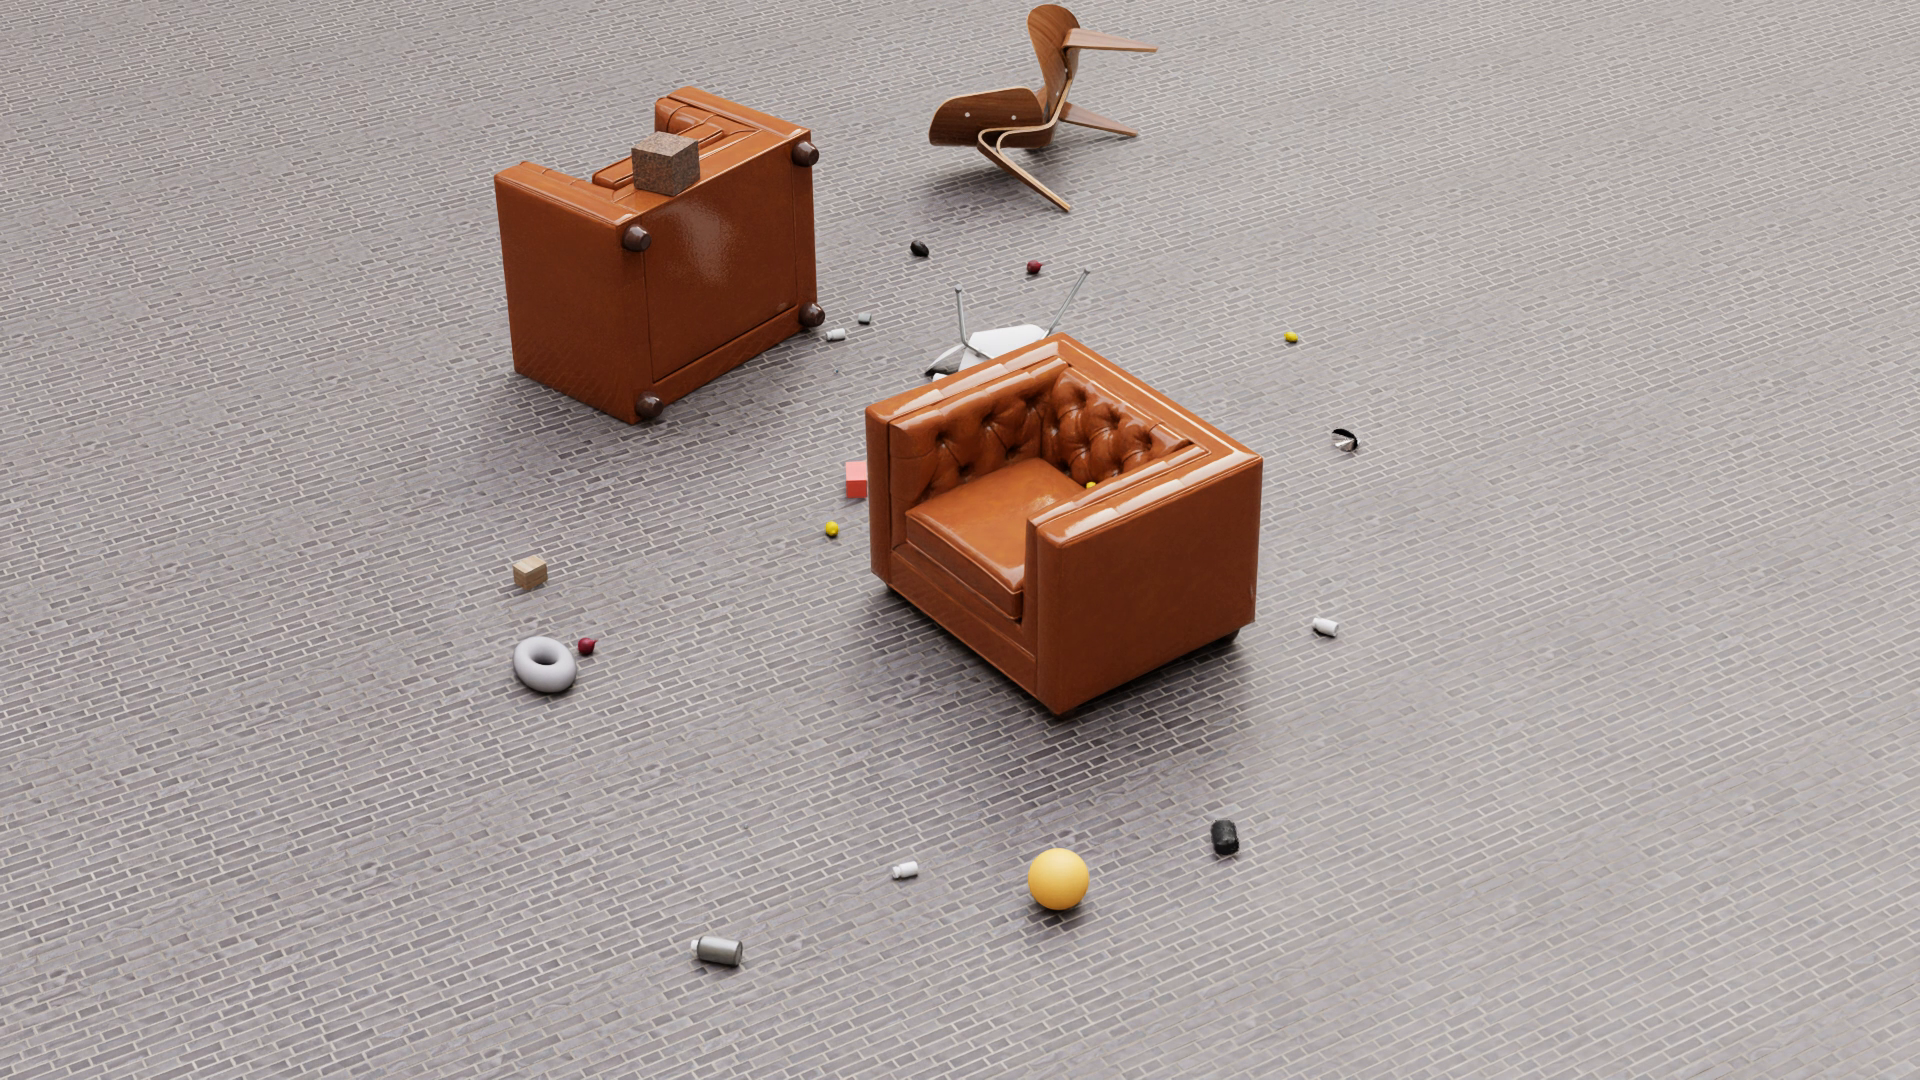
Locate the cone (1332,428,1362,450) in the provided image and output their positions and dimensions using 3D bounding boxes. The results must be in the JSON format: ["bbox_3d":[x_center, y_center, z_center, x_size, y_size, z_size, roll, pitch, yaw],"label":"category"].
[{"bbox_3d":[1.544,-0.396,11.513,0.110,0.077,0.137,-5,23,-44],"label":"cone"}]

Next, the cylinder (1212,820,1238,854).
[{"bbox_3d":[0.852,0.957,9.433,0.082,0.064,0.098,-5,42,5],"label":"cylinder"}]

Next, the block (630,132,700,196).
[{"bbox_3d":[-1.144,-1.465,11.402,0.187,0.165,0.187,15,34,25],"label":"block"}]

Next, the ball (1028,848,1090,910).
[{"bbox_3d":[0.308,1.060,9.161,0.193,0.193,0.193,0,33,0],"label":"ball"}]

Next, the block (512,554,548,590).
[{"bbox_3d":[-1.568,0.119,10.695,0.074,0.076,0.097,28,43,36],"label":"block"}]

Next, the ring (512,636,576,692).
[{"bbox_3d":[-1.445,0.433,10.201,0.204,0.098,0.290,-18,37,-27],"label":"ring"}]

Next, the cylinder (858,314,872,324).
[{"bbox_3d":[-0.400,-0.934,12.333,0.047,0.031,0.056,4,37,9],"label":"cylinder"}]

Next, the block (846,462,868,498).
[{"bbox_3d":[-0.396,-0.231,11.223,0.077,0.079,0.134,-2,33,-3],"label":"block"}]
